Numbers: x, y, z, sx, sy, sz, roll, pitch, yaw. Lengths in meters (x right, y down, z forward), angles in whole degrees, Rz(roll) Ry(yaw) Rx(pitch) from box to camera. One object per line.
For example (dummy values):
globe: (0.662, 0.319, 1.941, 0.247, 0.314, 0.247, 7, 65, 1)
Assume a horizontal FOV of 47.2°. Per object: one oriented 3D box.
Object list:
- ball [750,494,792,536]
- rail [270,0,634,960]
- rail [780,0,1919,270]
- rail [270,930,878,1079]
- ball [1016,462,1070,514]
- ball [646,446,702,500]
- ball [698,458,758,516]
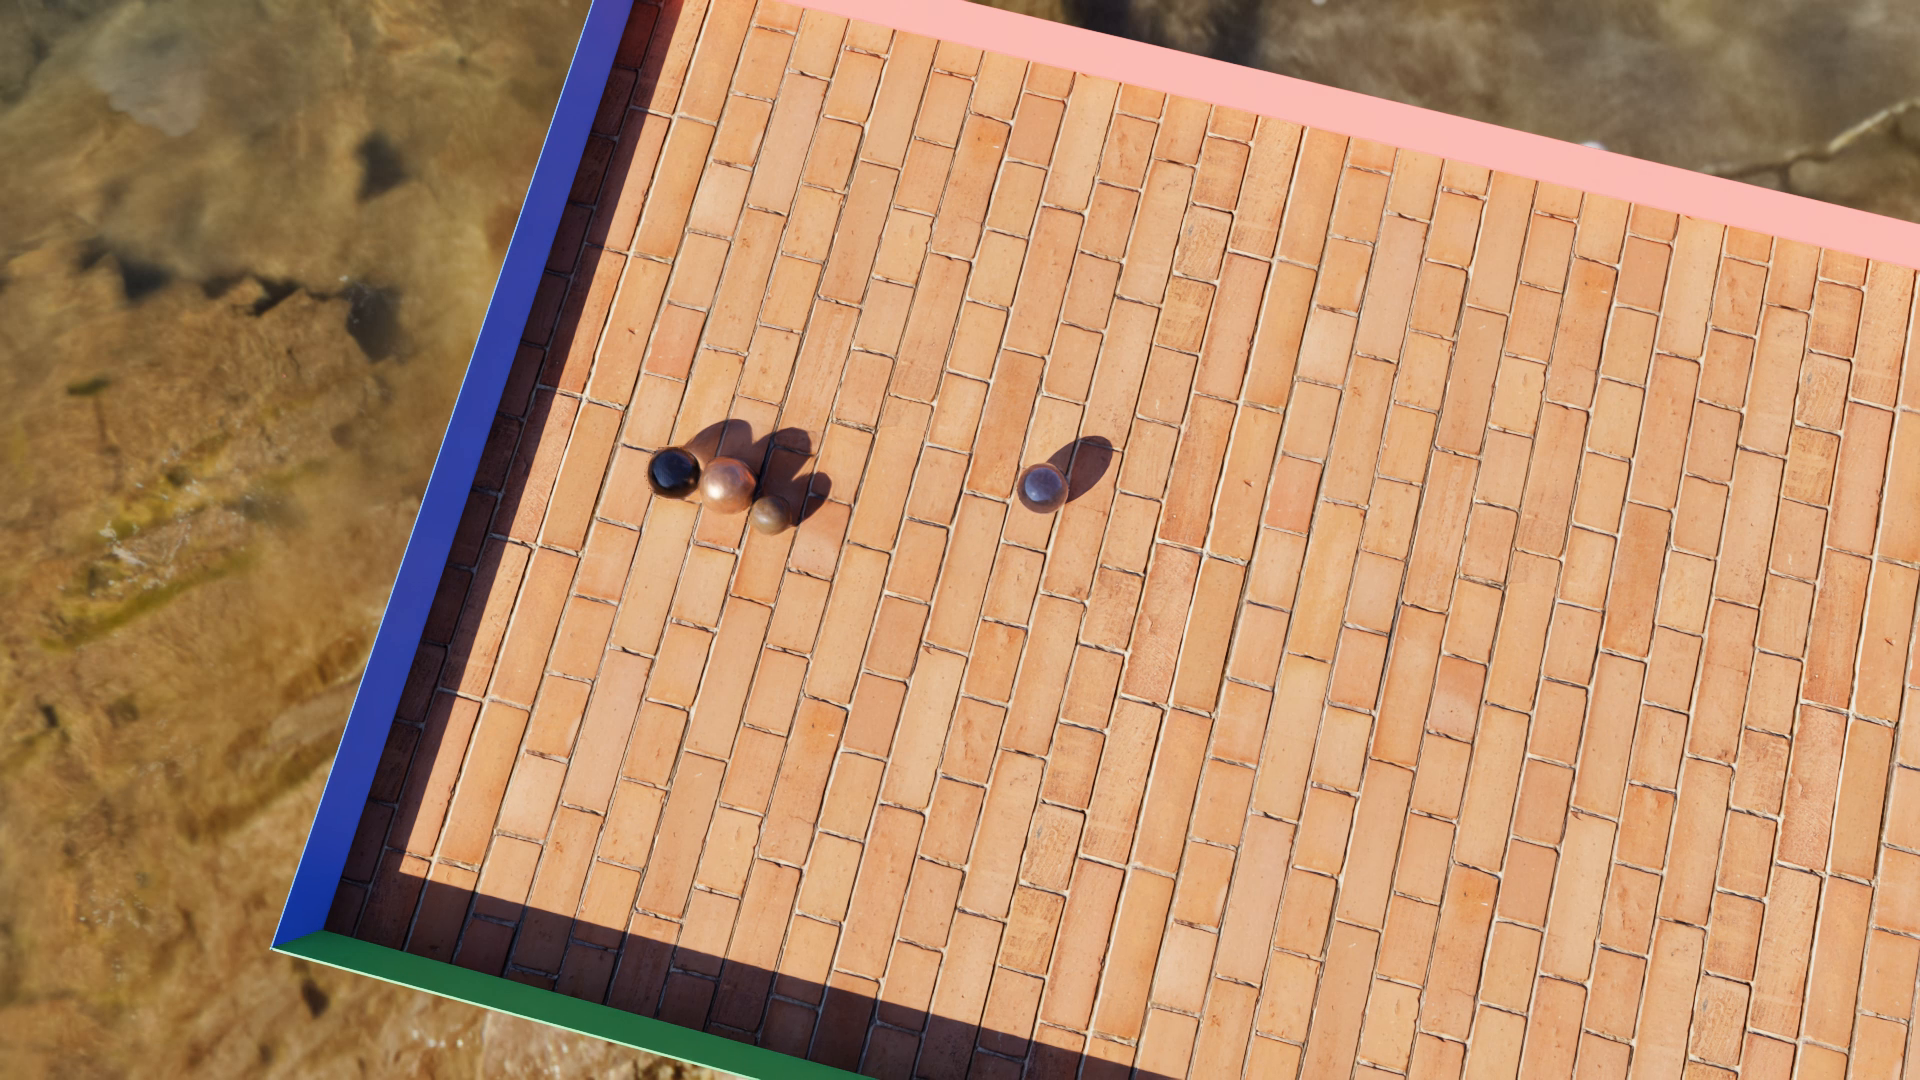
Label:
ball: (-0.289, -0.039, 3.370, 0.065, 0.065, 0.065, 0, 74, 0)
rail: (-0.740, -0.190, 3.385, 0.045, 0.116, 1.696, 14, 75, 4)
rail: (0.971, -0.581, 3.494, 3.154, 0.116, 0.045, 14, 75, 4)
rail: (0.555, 0.956, 3.066, 3.154, 0.116, 0.045, 14, 75, 4)
ball: (0.127, -0.079, 3.373, 0.081, 0.081, 0.081, 0, 74, 0)
ball: (-0.439, -0.103, 3.378, 0.084, 0.084, 0.084, 0, 74, 0)
ball: (-0.356, -0.083, 3.370, 0.089, 0.089, 0.089, 0, 74, 0)
